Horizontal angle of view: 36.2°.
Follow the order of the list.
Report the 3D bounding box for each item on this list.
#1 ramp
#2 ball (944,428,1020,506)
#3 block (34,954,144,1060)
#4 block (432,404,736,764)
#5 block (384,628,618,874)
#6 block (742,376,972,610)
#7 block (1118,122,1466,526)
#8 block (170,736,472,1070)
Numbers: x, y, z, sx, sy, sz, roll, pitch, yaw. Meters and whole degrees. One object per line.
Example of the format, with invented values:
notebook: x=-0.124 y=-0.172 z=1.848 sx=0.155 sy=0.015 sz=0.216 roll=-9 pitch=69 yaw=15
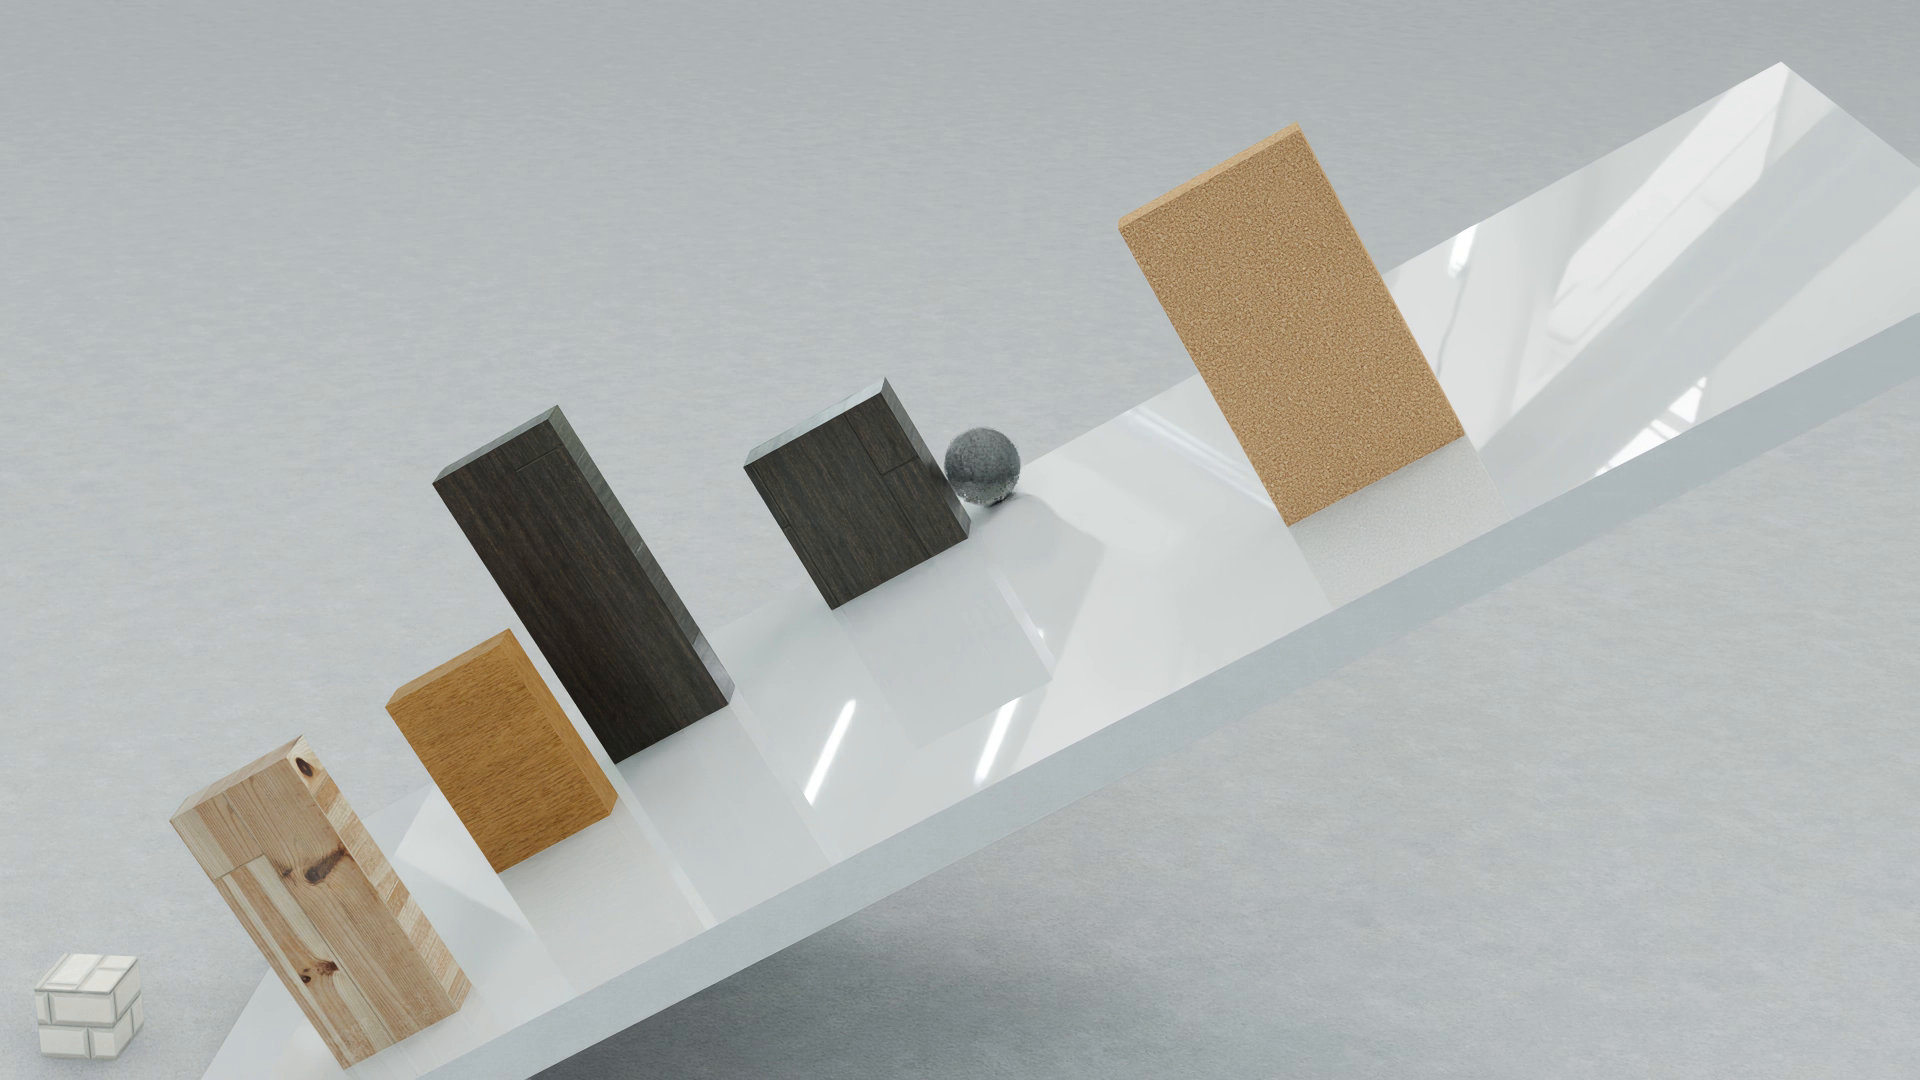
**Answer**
ramp: x=0.142 y=0.168 z=6.284 sx=4.000 sy=0.100 sz=2.000 roll=-28 pitch=15 yaw=12
ball: x=0.053 y=-0.175 z=7.039 sx=0.185 sy=0.185 sz=0.185 roll=0 pitch=18 yaw=0
block: x=-1.967 y=1.055 z=6.649 sx=0.172 sy=0.172 sz=0.172 roll=2 pitch=19 yaw=6
block: x=-0.854 y=0.106 z=6.725 sx=0.312 sy=0.778 sz=0.118 roll=-28 pitch=15 yaw=12
block: x=-1.007 y=0.466 z=6.480 sx=0.299 sy=0.453 sz=0.110 roll=-28 pitch=15 yaw=12
block: x=-0.241 y=-0.109 z=6.960 sx=0.375 sy=0.407 sz=0.137 roll=-28 pitch=15 yaw=12
block: x=0.637 y=-0.409 z=5.647 sx=0.385 sy=0.678 sz=0.089 roll=-28 pitch=15 yaw=12
block: x=-1.258 y=0.719 z=5.812 sx=0.278 sy=0.616 sz=0.113 roll=-28 pitch=15 yaw=12
